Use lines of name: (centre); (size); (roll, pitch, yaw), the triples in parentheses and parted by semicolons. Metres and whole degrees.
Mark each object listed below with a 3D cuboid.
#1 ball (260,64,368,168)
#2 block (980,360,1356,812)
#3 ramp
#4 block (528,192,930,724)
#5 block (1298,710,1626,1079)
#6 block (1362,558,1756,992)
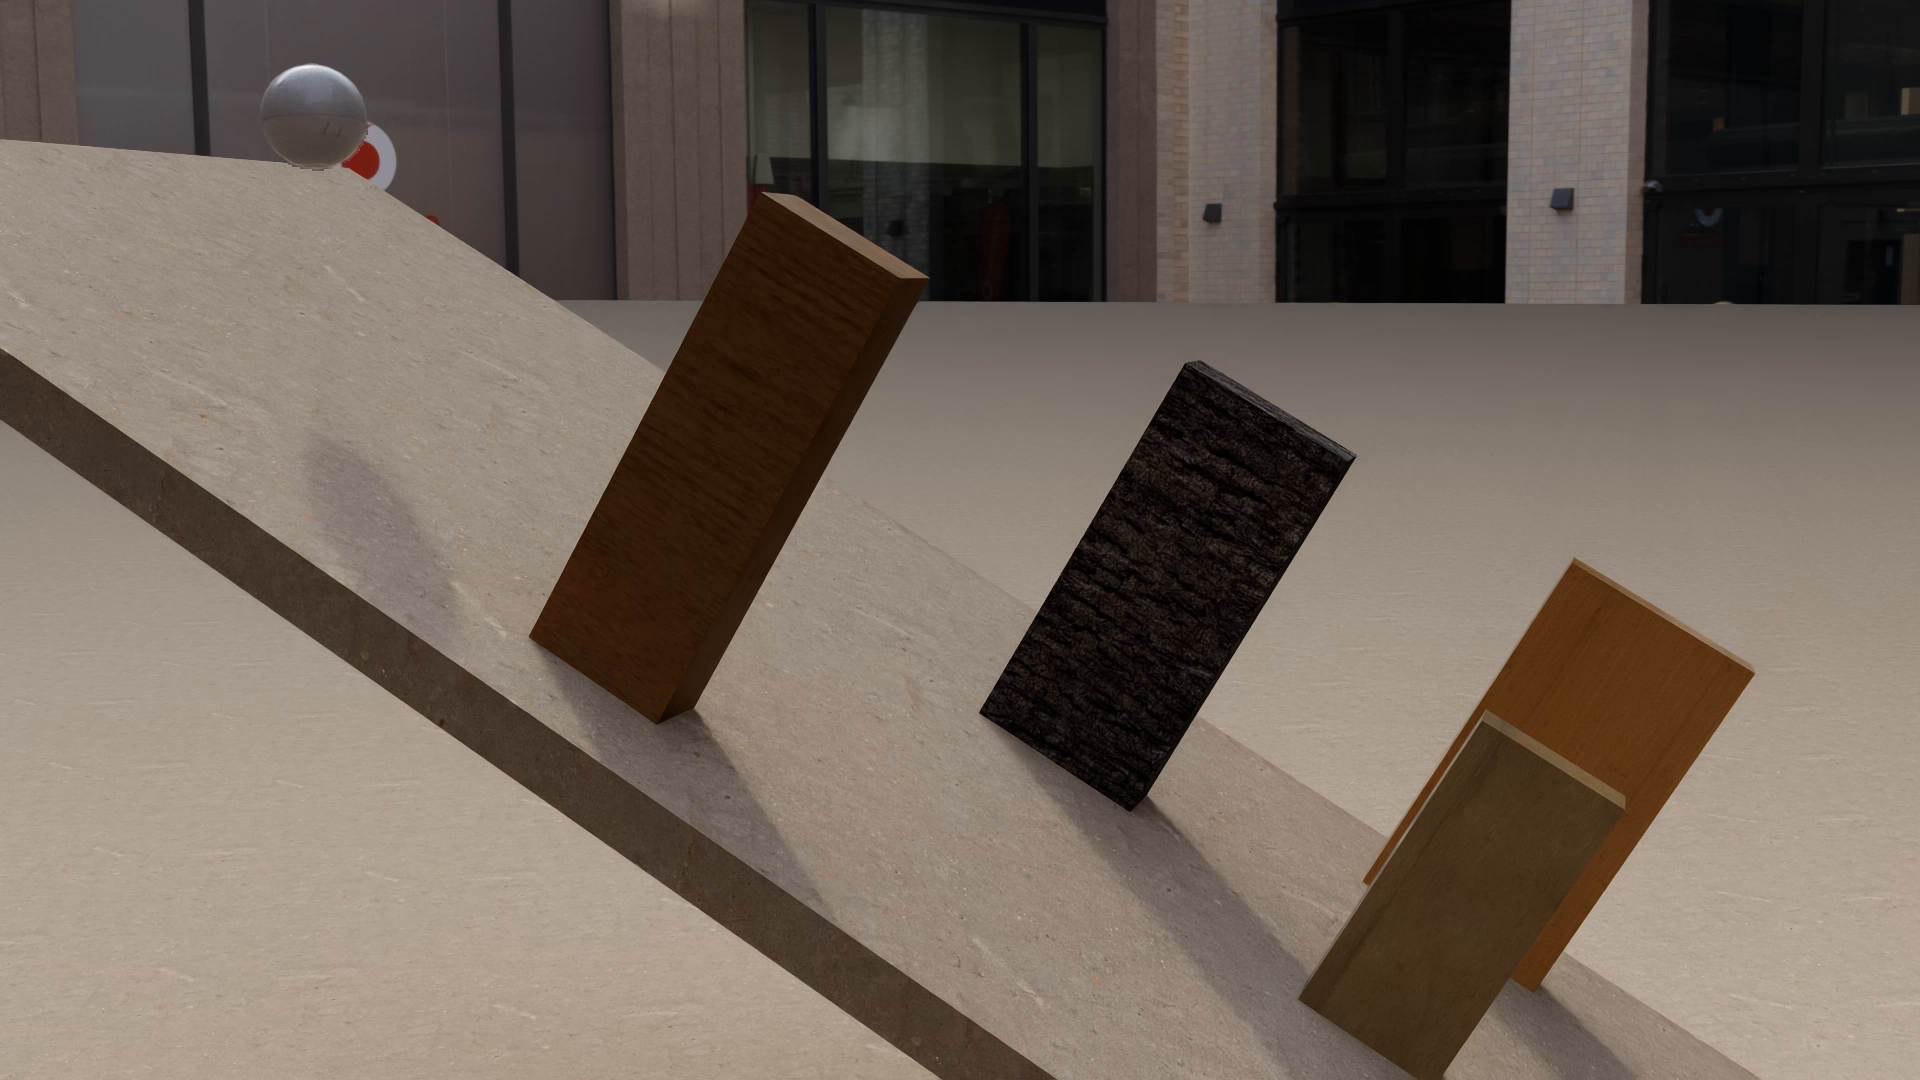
ball: (-1.279, -0.838, 4.354); (0.204, 0.204, 0.204); (0, 7, 0)
block: (0.389, 0.087, 4.162); (0.346, 0.781, 0.147); (33, 15, 11)
ramp: (-0.180, 0.296, 4.126); (4.000, 0.100, 2.000); (33, 15, 11)
block: (-0.361, -0.123, 3.395); (0.252, 0.794, 0.143); (33, 15, 11)
block: (0.839, 0.604, 3.695); (0.265, 0.580, 0.099); (33, 15, 11)
block: (1.191, 0.473, 4.414); (0.401, 0.780, 0.095); (33, 15, 11)
